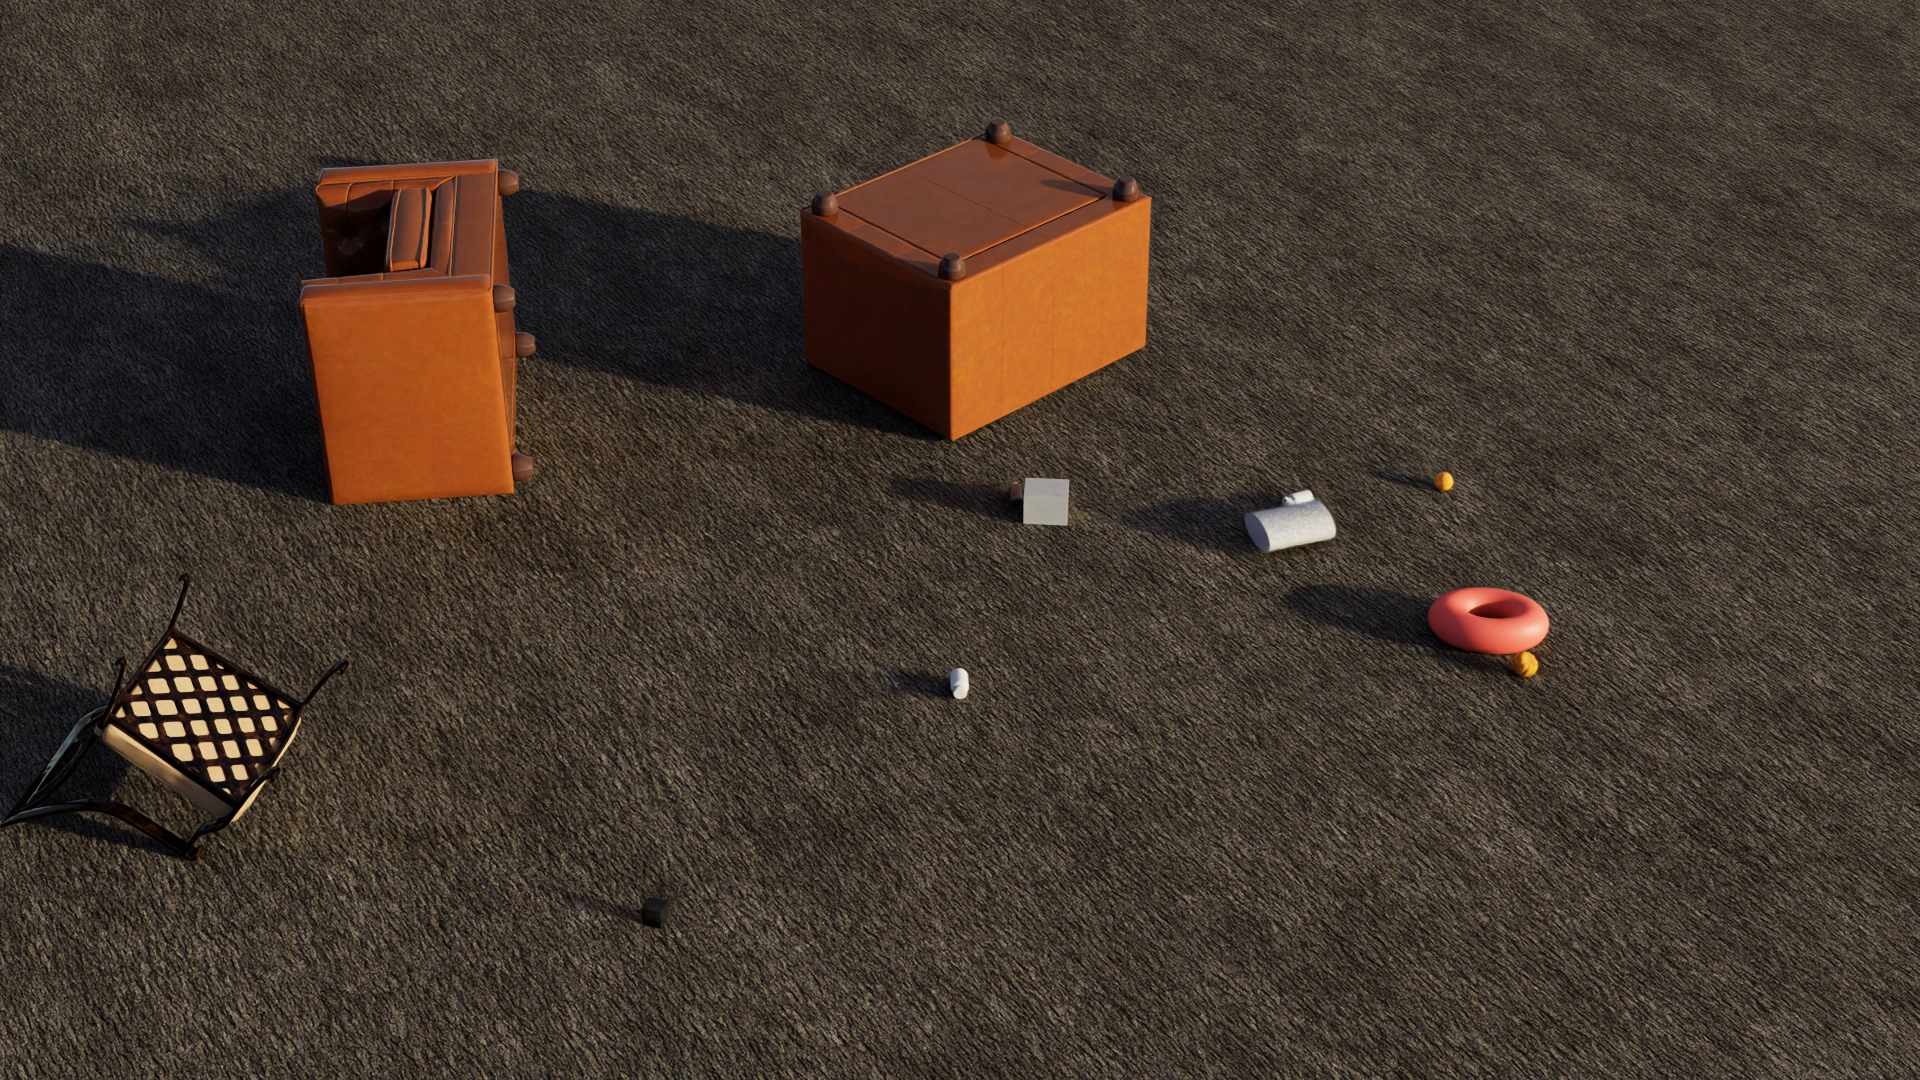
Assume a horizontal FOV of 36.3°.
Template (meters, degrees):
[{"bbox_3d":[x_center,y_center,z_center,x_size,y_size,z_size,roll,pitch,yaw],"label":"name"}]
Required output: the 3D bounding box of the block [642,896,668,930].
[{"bbox_3d":[-0.949,1.160,9.122,0.063,0.068,0.056,12,35,17],"label":"block"}]

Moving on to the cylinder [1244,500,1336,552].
[{"bbox_3d":[1.229,-0.054,10.919,0.269,0.119,0.222,-11,32,-16],"label":"cylinder"}]

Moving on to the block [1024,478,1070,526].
[{"bbox_3d":[0.325,-0.145,11.047,0.165,0.129,0.120,2,33,3],"label":"block"}]

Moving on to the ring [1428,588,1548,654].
[{"bbox_3d":[1.872,0.285,10.391,0.426,0.136,0.300,5,32,6],"label":"ring"}]
